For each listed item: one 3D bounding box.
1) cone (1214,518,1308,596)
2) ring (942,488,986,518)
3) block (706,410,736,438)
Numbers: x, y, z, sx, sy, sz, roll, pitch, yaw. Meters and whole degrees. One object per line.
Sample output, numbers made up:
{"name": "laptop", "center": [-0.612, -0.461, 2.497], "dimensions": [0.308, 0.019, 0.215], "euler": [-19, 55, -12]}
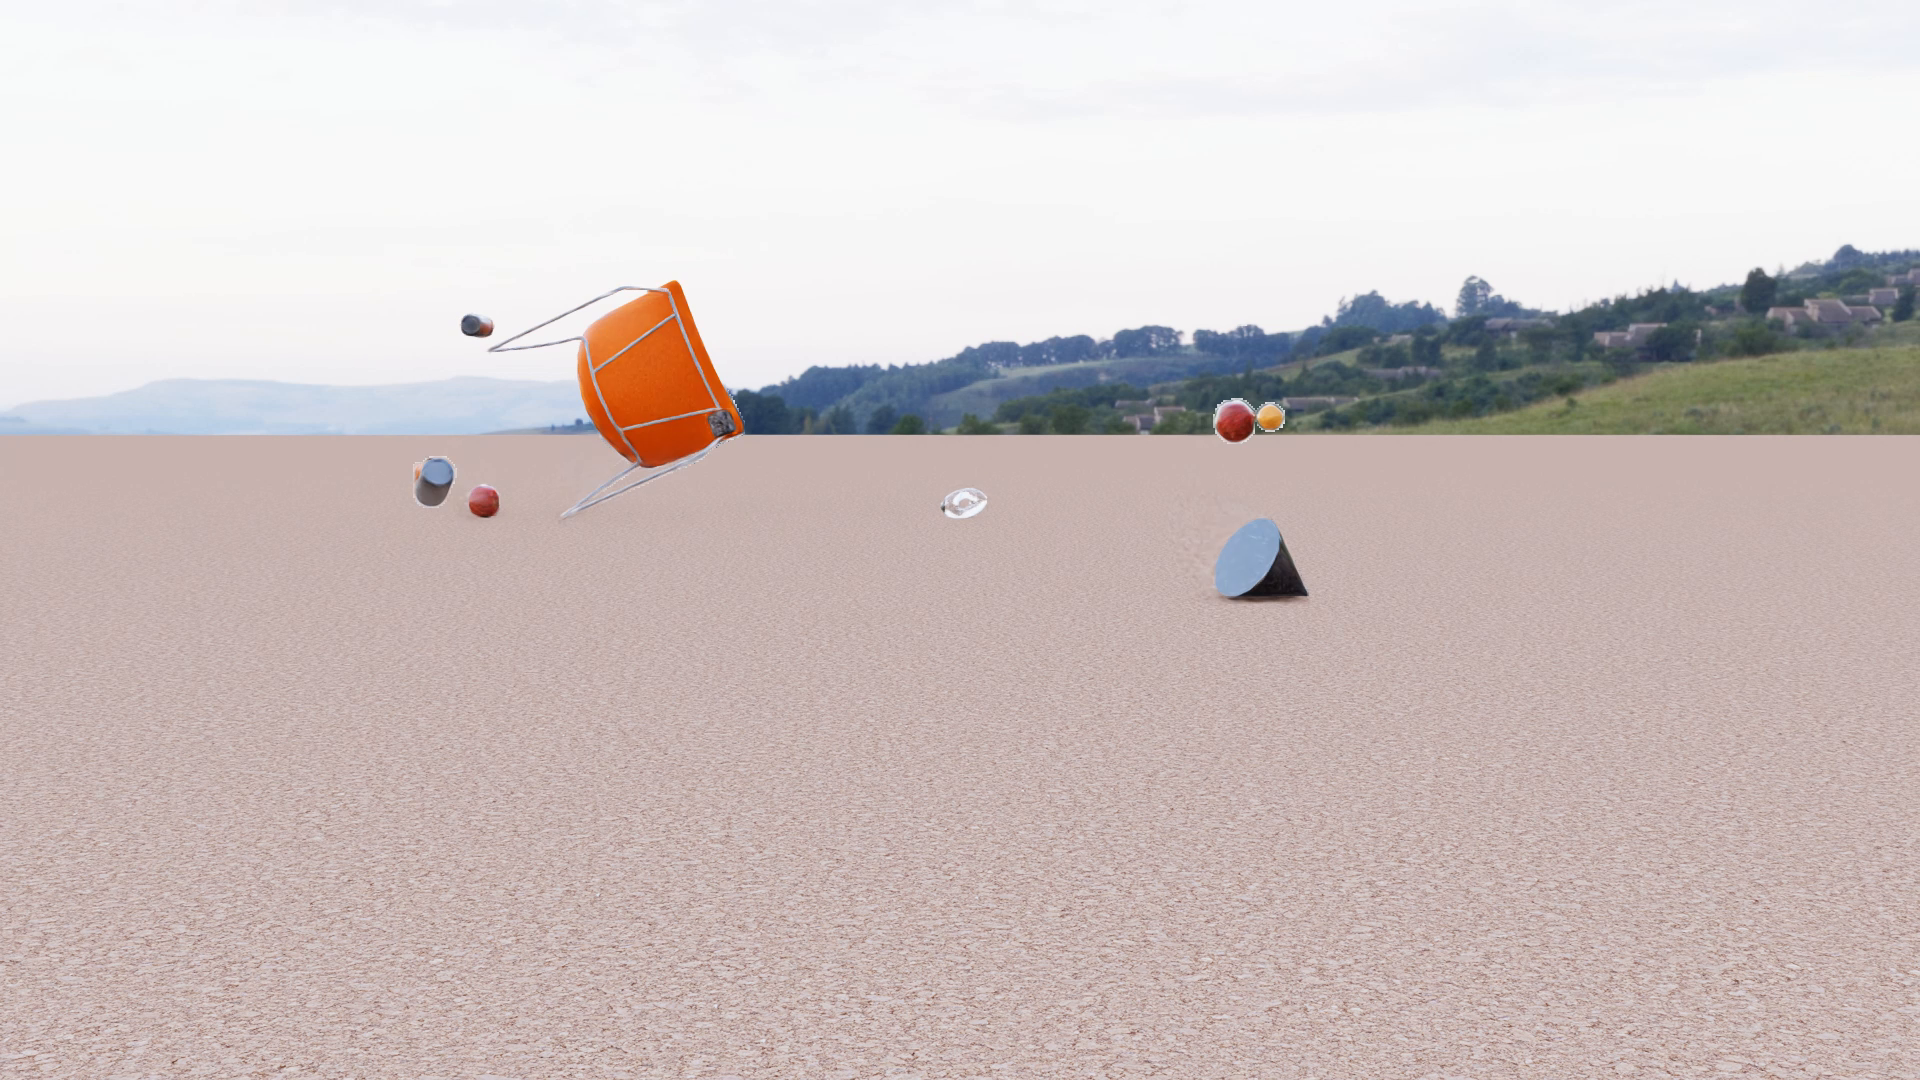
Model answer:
{"name": "cone", "center": [0.685, 0.079, 4.737], "dimensions": [0.176, 0.188, 0.251], "euler": [31, -2, -19]}
{"name": "ring", "center": [0.014, -0.127, 7.671], "dimensions": [0.193, 0.101, 0.050], "euler": [-14, 11, -36]}
{"name": "block", "center": [-0.796, -0.390, 7.347], "dimensions": [0.047, 0.076, 0.086], "euler": [-23, 0, 21]}
